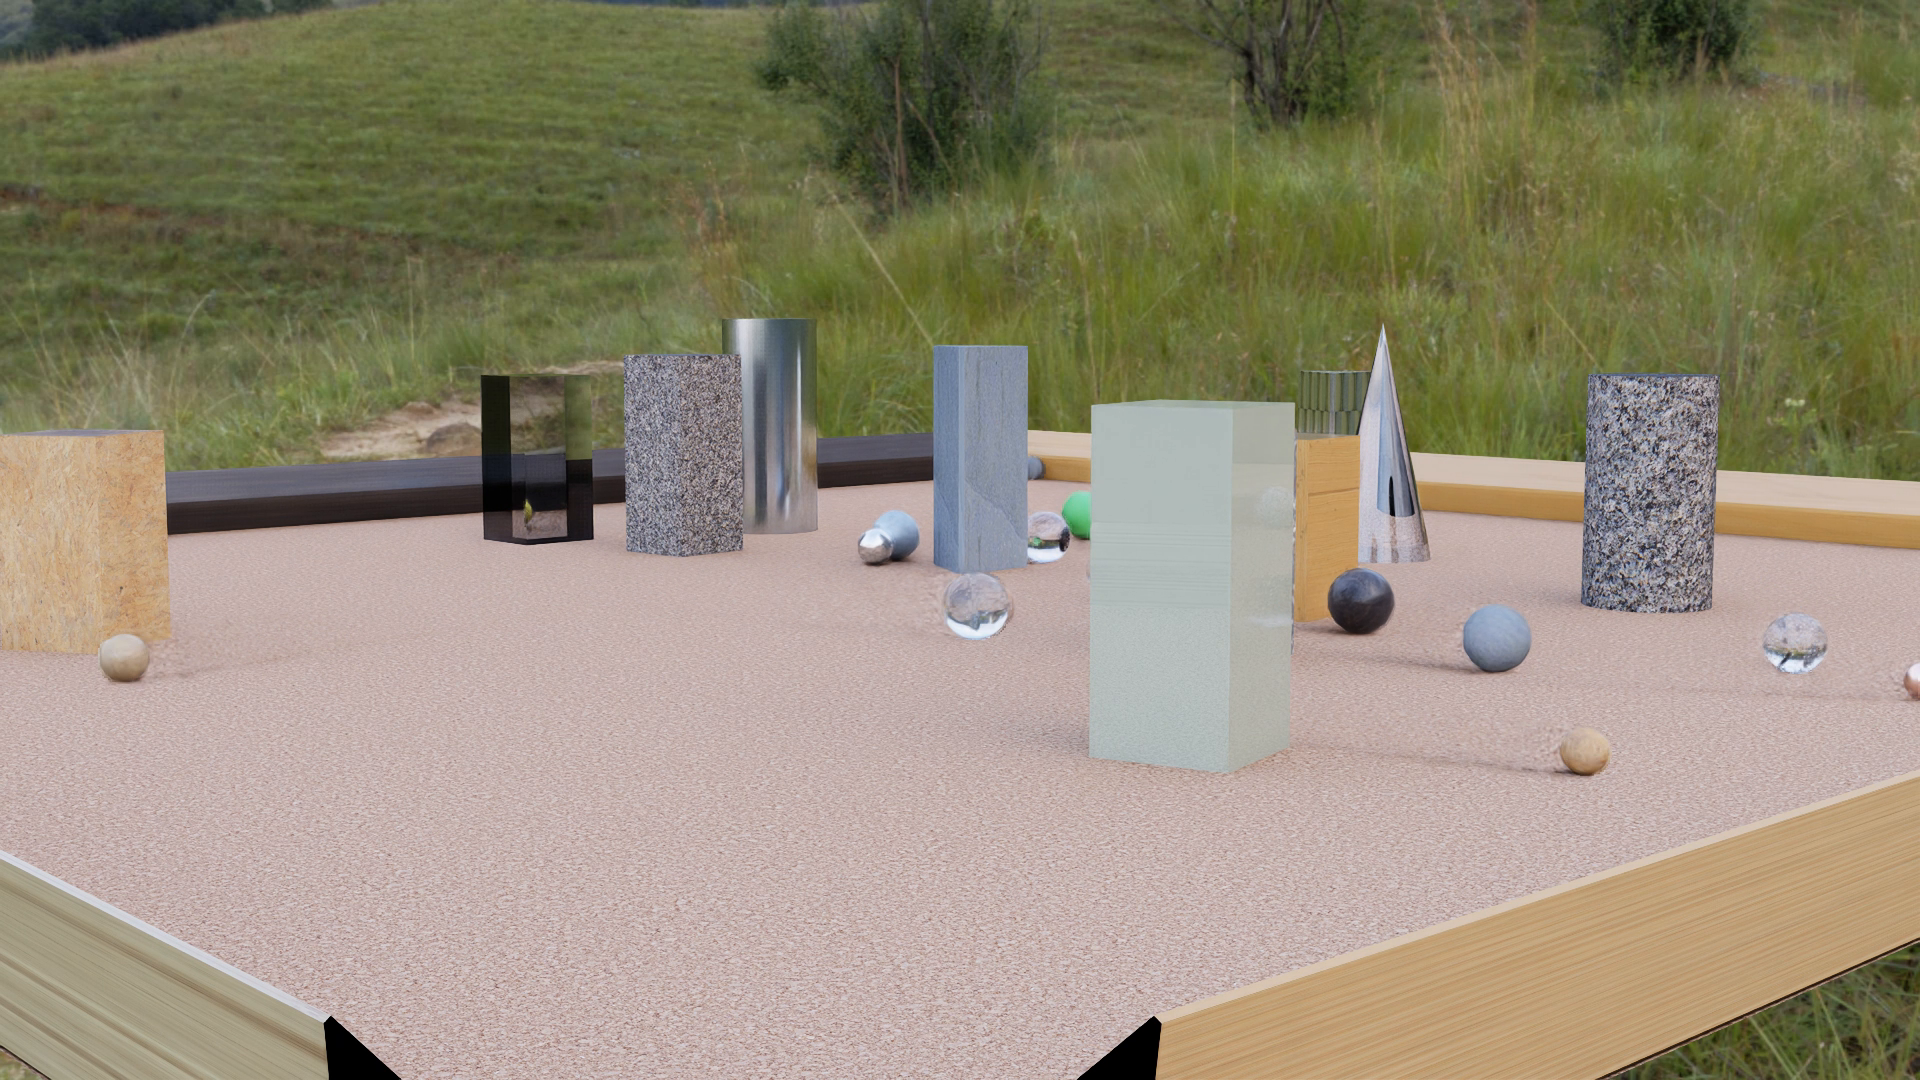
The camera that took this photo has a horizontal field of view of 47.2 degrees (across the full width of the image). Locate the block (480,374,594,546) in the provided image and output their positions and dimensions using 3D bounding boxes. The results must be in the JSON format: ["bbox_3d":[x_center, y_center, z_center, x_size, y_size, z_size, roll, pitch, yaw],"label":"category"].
[{"bbox_3d":[-0.811,-0.158,4.215,0.150,0.316,0.150,-6,8,-44],"label":"block"}]

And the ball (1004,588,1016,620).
[{"bbox_3d":[0.051,0.091,3.102,0.055,0.055,0.055,0,6,0],"label":"ball"}]

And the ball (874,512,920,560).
[{"bbox_3d":[-0.113,-0.008,3.888,0.086,0.086,0.086,0,6,0],"label":"ball"}]

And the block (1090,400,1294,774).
[{"bbox_3d":[0.232,0.039,2.192,0.150,0.349,0.150,4,7,31],"label":"block"}]

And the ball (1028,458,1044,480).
[{"bbox_3d":[0.185,-0.185,5.683,0.060,0.060,0.060,0,6,0],"label":"ball"}]

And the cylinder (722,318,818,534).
[{"bbox_3d":[-0.379,-0.230,4.396,0.188,0.422,0.188,0,6,0],"label":"cylinder"}]

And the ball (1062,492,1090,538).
[{"bbox_3d":[0.243,-0.048,4.242,0.091,0.091,0.091,0,6,0],"label":"ball"}]

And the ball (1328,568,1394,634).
[{"bbox_3d":[0.548,0.083,3.011,0.090,0.090,0.090,0,6,0],"label":"ball"}]

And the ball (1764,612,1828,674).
[{"bbox_3d":[1.020,0.125,2.684,0.074,0.074,0.074,0,6,0],"label":"ball"}]

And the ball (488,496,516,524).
[{"bbox_3d":[-0.941,-0.060,4.513,0.059,0.059,0.059,0,6,0],"label":"ball"}]

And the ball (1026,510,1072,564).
[{"bbox_3d":[0.148,-0.005,3.837,0.092,0.092,0.092,0,6,0],"label":"ball"}]

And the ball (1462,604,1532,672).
[{"bbox_3d":[0.658,0.120,2.694,0.083,0.083,0.083,0,6,0],"label":"ball"}]

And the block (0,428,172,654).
[{"bbox_3d":[-1.159,-0.002,2.909,0.150,0.280,0.150,1,6,13],"label":"block"}]

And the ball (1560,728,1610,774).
[{"bbox_3d":[0.597,0.202,2.102,0.045,0.045,0.045,0,6,0],"label":"ball"}]

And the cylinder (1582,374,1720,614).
[{"bbox_3d":[1.031,-0.074,3.287,0.188,0.344,0.188,0,6,0],"label":"cylinder"}]

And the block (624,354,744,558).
[{"bbox_3d":[-0.505,-0.159,4.018,0.150,0.358,0.150,5,8,40],"label":"block"}]

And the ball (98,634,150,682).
[{"bbox_3d":[-0.998,0.140,2.626,0.057,0.057,0.057,0,6,0],"label":"ball"}]

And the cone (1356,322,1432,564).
[{"bbox_3d":[0.748,-0.177,3.909,0.188,0.418,0.188,0,6,0],"label":"cone"}]

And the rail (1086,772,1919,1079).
[{"bbox_3d":[1.192,0.168,2.048,3.598,0.122,0.045,-6,8,-42],"label":"rail"}]

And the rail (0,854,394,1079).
[{"bbox_3d":[-1.305,0.158,2.135,0.045,0.122,3.563,-6,8,-42],"label":"rail"}]

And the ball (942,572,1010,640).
[{"bbox_3d":[0.021,0.088,2.959,0.091,0.091,0.091,0,6,0],"label":"ball"}]

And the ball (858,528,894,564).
[{"bbox_3d":[-0.147,0.012,3.813,0.063,0.063,0.063,0,6,0],"label":"ball"}]

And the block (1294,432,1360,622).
[{"bbox_3d":[0.479,-0.023,3.211,0.150,0.259,0.150,5,8,38],"label":"block"}]

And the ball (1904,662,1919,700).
[{"bbox_3d":[1.096,0.160,2.499,0.044,0.044,0.044,0,6,0],"label":"ball"}]

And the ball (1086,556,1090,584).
[{"bbox_3d":[0.237,0.046,3.369,0.089,0.089,0.089,0,6,0],"label":"ball"}]

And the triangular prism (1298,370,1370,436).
[{"bbox_3d":[0.703,-0.160,4.200,0.163,0.323,0.141,-6,8,-43],"label":"triangular prism"}]

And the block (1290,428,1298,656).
[{"bbox_3d":[0.323,0.004,2.808,0.150,0.291,0.150,5,8,42],"label":"block"}]

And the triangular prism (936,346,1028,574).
[{"bbox_3d":[0.008,-0.142,3.760,0.141,0.379,0.163,6,8,44],"label":"triangular prism"}]

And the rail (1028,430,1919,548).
[{"bbox_3d":[1.305,-0.095,4.529,0.045,0.122,3.563,-6,8,-42],"label":"rail"}]

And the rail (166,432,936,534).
[{"bbox_3d":[-1.192,-0.104,4.617,3.598,0.122,0.045,-6,8,-42],"label":"rail"}]
